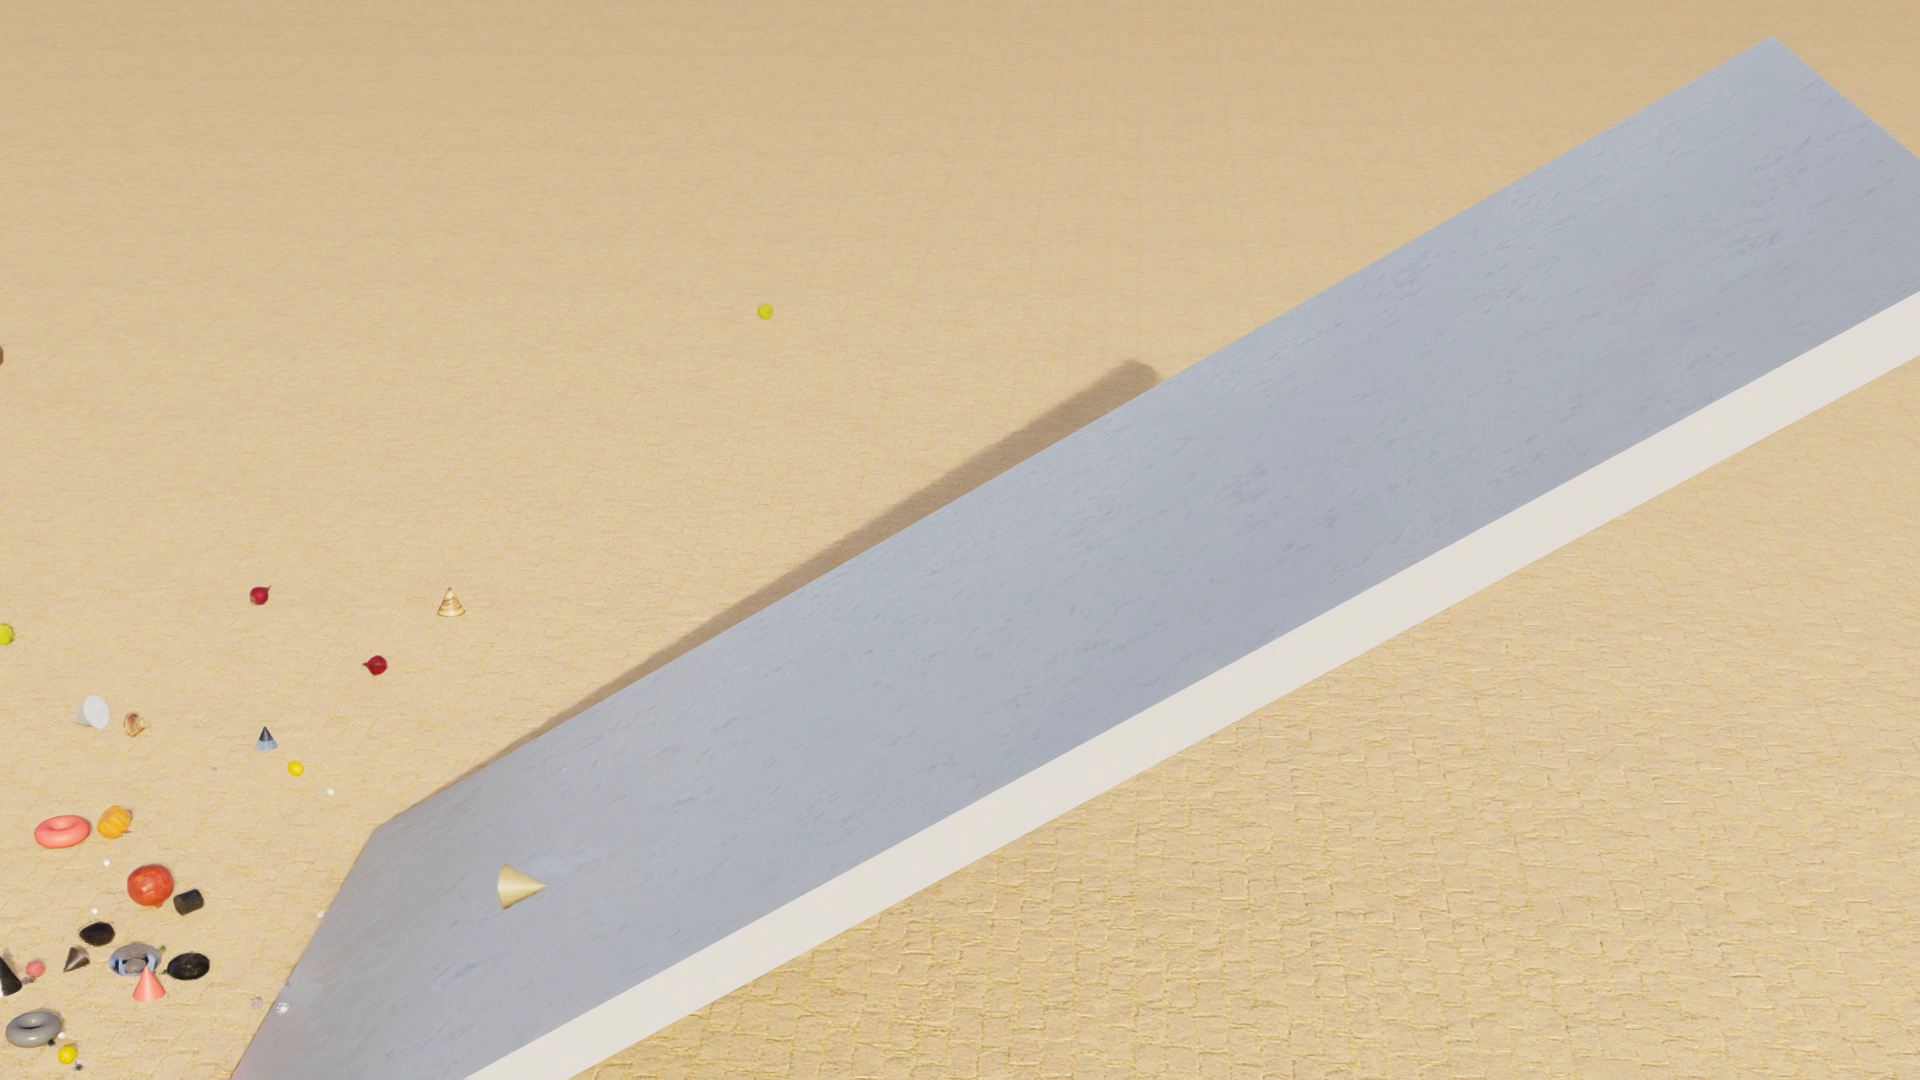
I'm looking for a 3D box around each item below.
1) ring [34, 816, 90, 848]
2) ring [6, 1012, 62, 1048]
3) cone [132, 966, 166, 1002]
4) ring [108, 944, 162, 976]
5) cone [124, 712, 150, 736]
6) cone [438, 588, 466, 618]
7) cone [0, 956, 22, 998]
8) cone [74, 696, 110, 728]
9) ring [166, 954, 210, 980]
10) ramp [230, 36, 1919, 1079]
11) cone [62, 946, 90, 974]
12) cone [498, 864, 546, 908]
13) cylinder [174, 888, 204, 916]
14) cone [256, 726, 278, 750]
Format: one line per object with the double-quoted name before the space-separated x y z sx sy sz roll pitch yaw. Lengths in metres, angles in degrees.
"ring" -2.381 0.773 7.798 0.143 0.048 0.143 -1 19 0
"ring" -2.140 1.130 6.793 0.126 0.042 0.126 -1 20 0
"cone" -1.929 1.044 6.984 0.077 0.077 0.077 0 19 0
"ring" -1.995 1.017 7.115 0.126 0.042 0.126 1 18 0
"cone" -2.346 0.528 8.435 0.070 0.070 0.070 -3 16 27
"cone" -1.627 0.188 9.392 0.090 0.090 0.090 0 19 0
"cone" -2.291 1.024 7.009 0.098 0.098 0.098 0 19 0
"cone" -2.541 0.514 8.536 0.100 0.100 0.100 -21 10 26
"ring" -1.860 1.029 7.092 0.102 0.034 0.102 1 20 0
"ramp" 0.141 0.169 6.289 4.000 0.100 2.000 -29 15 13
"cone" -2.149 1.026 7.110 0.061 0.061 0.061 14 50 34
"cone" -0.939 0.751 6.380 0.096 0.096 0.096 -1 19 11
"cylinder" -1.940 0.911 7.397 0.053 0.053 0.053 18 26 41
"cone" -1.978 0.558 8.380 0.065 0.065 0.065 0 19 0
